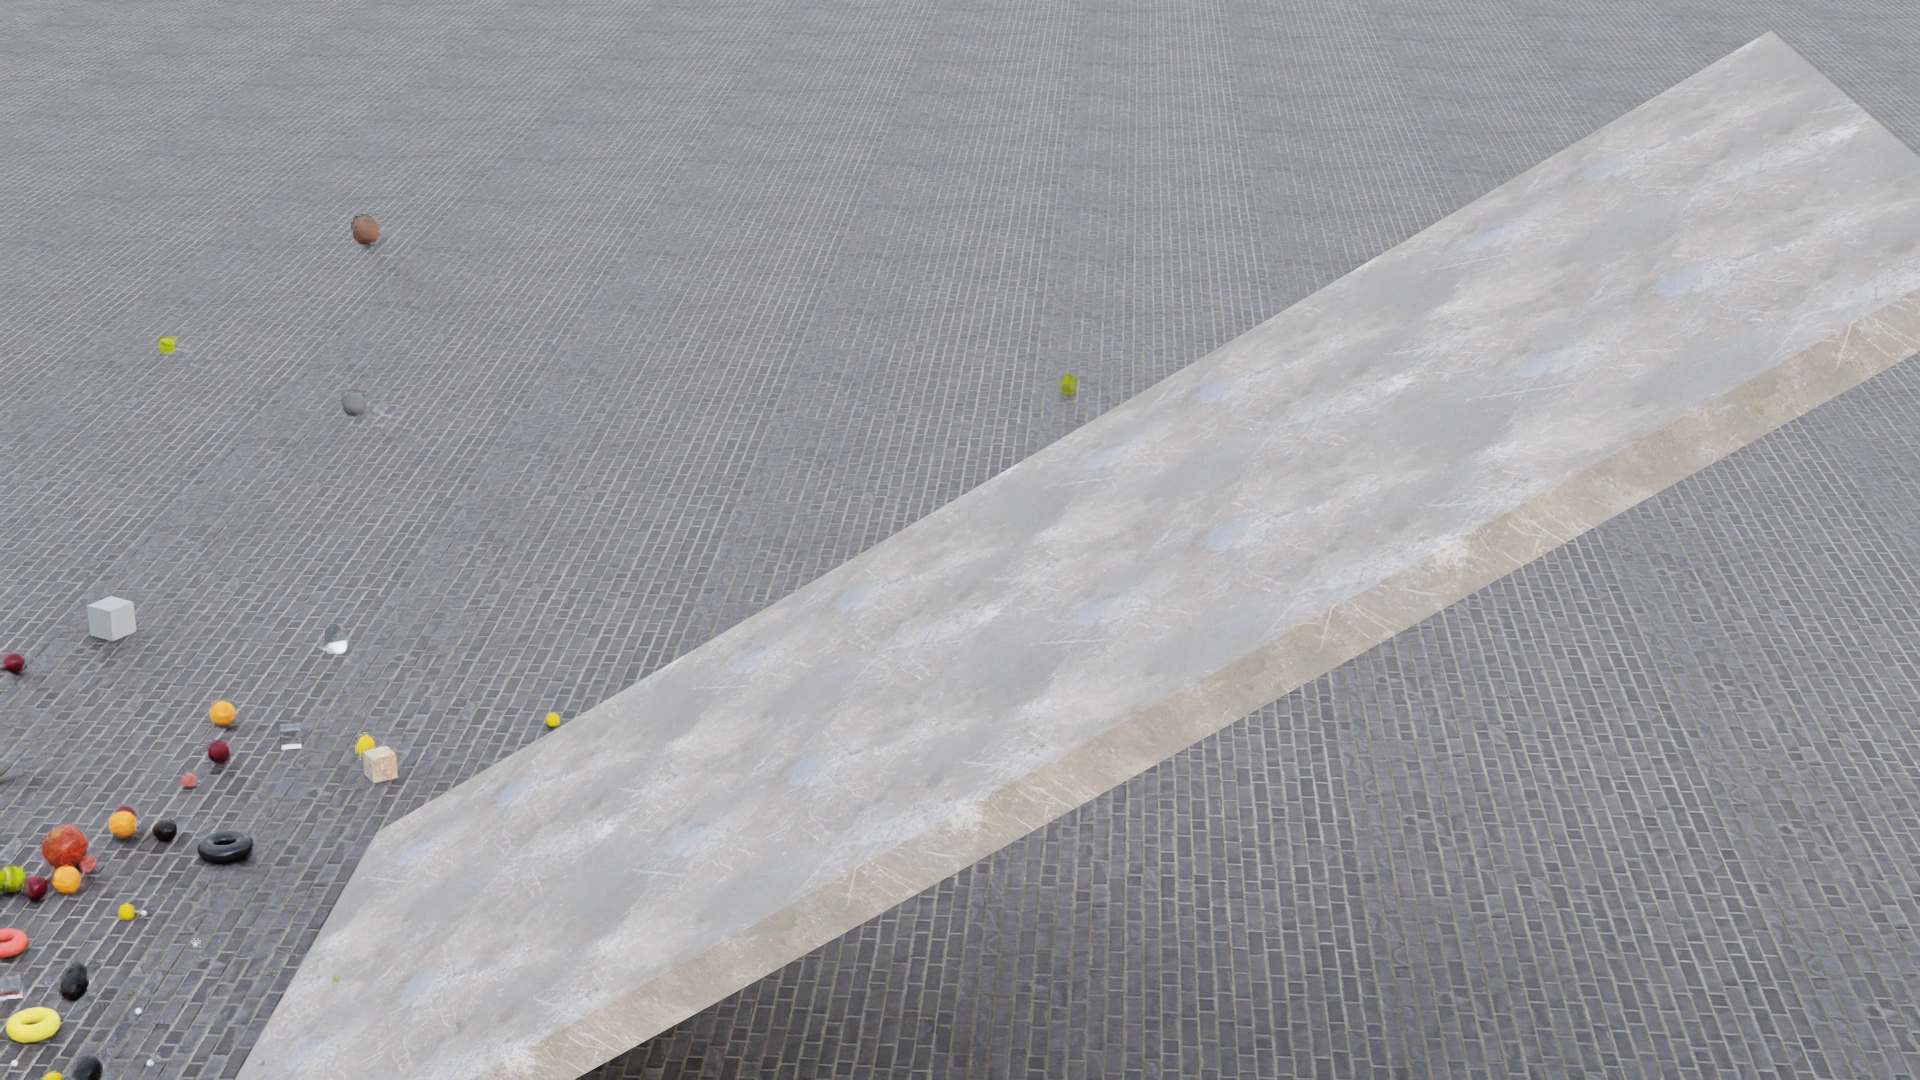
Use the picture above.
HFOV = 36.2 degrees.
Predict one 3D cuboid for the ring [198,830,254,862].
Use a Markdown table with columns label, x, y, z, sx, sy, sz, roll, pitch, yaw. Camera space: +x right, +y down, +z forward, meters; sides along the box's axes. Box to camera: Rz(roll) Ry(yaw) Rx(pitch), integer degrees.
| label | x | y | z | sx | sy | sz | roll | pitch | yaw |
| --- | --- | --- | --- | --- | --- | --- | --- | --- | --- |
| ring | -1.929 | 0.806 | 7.725 | 0.143 | 0.048 | 0.143 | -1 | 18 | 0 |

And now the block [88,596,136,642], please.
| label | x | y | z | sx | sy | sz | roll | pitch | yaw |
| --- | --- | --- | --- | --- | --- | --- | --- | --- | --- |
| block | -2.658 | 0.246 | 9.219 | 0.100 | 0.100 | 0.100 | 11 | 23 | 29 |

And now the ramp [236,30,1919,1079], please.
| label | x | y | z | sx | sy | sz | roll | pitch | yaw |
| --- | --- | --- | --- | --- | --- | --- | --- | --- | --- |
| ramp | 0.141 | 0.169 | 6.290 | 4.000 | 0.100 | 2.000 | -30 | 15 | 13 |

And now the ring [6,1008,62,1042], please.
| label | x | y | z | sx | sy | sz | roll | pitch | yaw |
| --- | --- | --- | --- | --- | --- | --- | --- | --- | --- |
| ring | -2.152 | 1.127 | 6.833 | 0.124 | 0.041 | 0.124 | -1 | 20 | 0 |

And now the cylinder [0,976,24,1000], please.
| label | x | y | z | sx | sy | sz | roll | pitch | yaw |
| --- | --- | --- | --- | --- | --- | --- | --- | --- | --- |
| cylinder | -2.258 | 1.063 | 6.989 | 0.055 | 0.055 | 0.055 | -3 | 20 | -10 |

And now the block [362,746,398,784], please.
| label | x | y | z | sx | sy | sz | roll | pitch | yaw |
| --- | --- | --- | --- | --- | --- | --- | --- | --- | --- |
| block | -1.615 | 0.625 | 8.194 | 0.071 | 0.071 | 0.071 | -12 | 23 | -29 |

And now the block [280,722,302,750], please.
| label | x | y | z | sx | sy | sz | roll | pitch | yaw |
| --- | --- | --- | --- | --- | --- | --- | --- | --- | --- |
| block | -1.911 | 0.560 | 8.400 | 0.056 | 0.056 | 0.056 | -4 | 20 | -11 |

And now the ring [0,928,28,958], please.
| label | x | y | z | sx | sy | sz | roll | pitch | yaw |
| --- | --- | --- | --- | --- | --- | --- | --- | --- | --- |
| ring | -2.347 | 0.990 | 7.219 | 0.114 | 0.038 | 0.114 | -1 | 20 | 0 |

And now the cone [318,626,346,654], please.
| label | x | y | z | sx | sy | sz | roll | pitch | yaw |
| --- | --- | --- | --- | --- | --- | --- | --- | --- | --- |
| cone | -1.959 | 0.322 | 9.095 | 0.089 | 0.089 | 0.089 | -21 | 3 | 38 |

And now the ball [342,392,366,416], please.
| label | x | y | z | sx | sy | sz | roll | pitch | yaw |
| --- | --- | --- | --- | --- | --- | --- | --- | --- | --- |
| ball | -2.349 | -0.529 | 11.403 | 0.094 | 0.094 | 0.094 | 0 | 20 | 0 |
